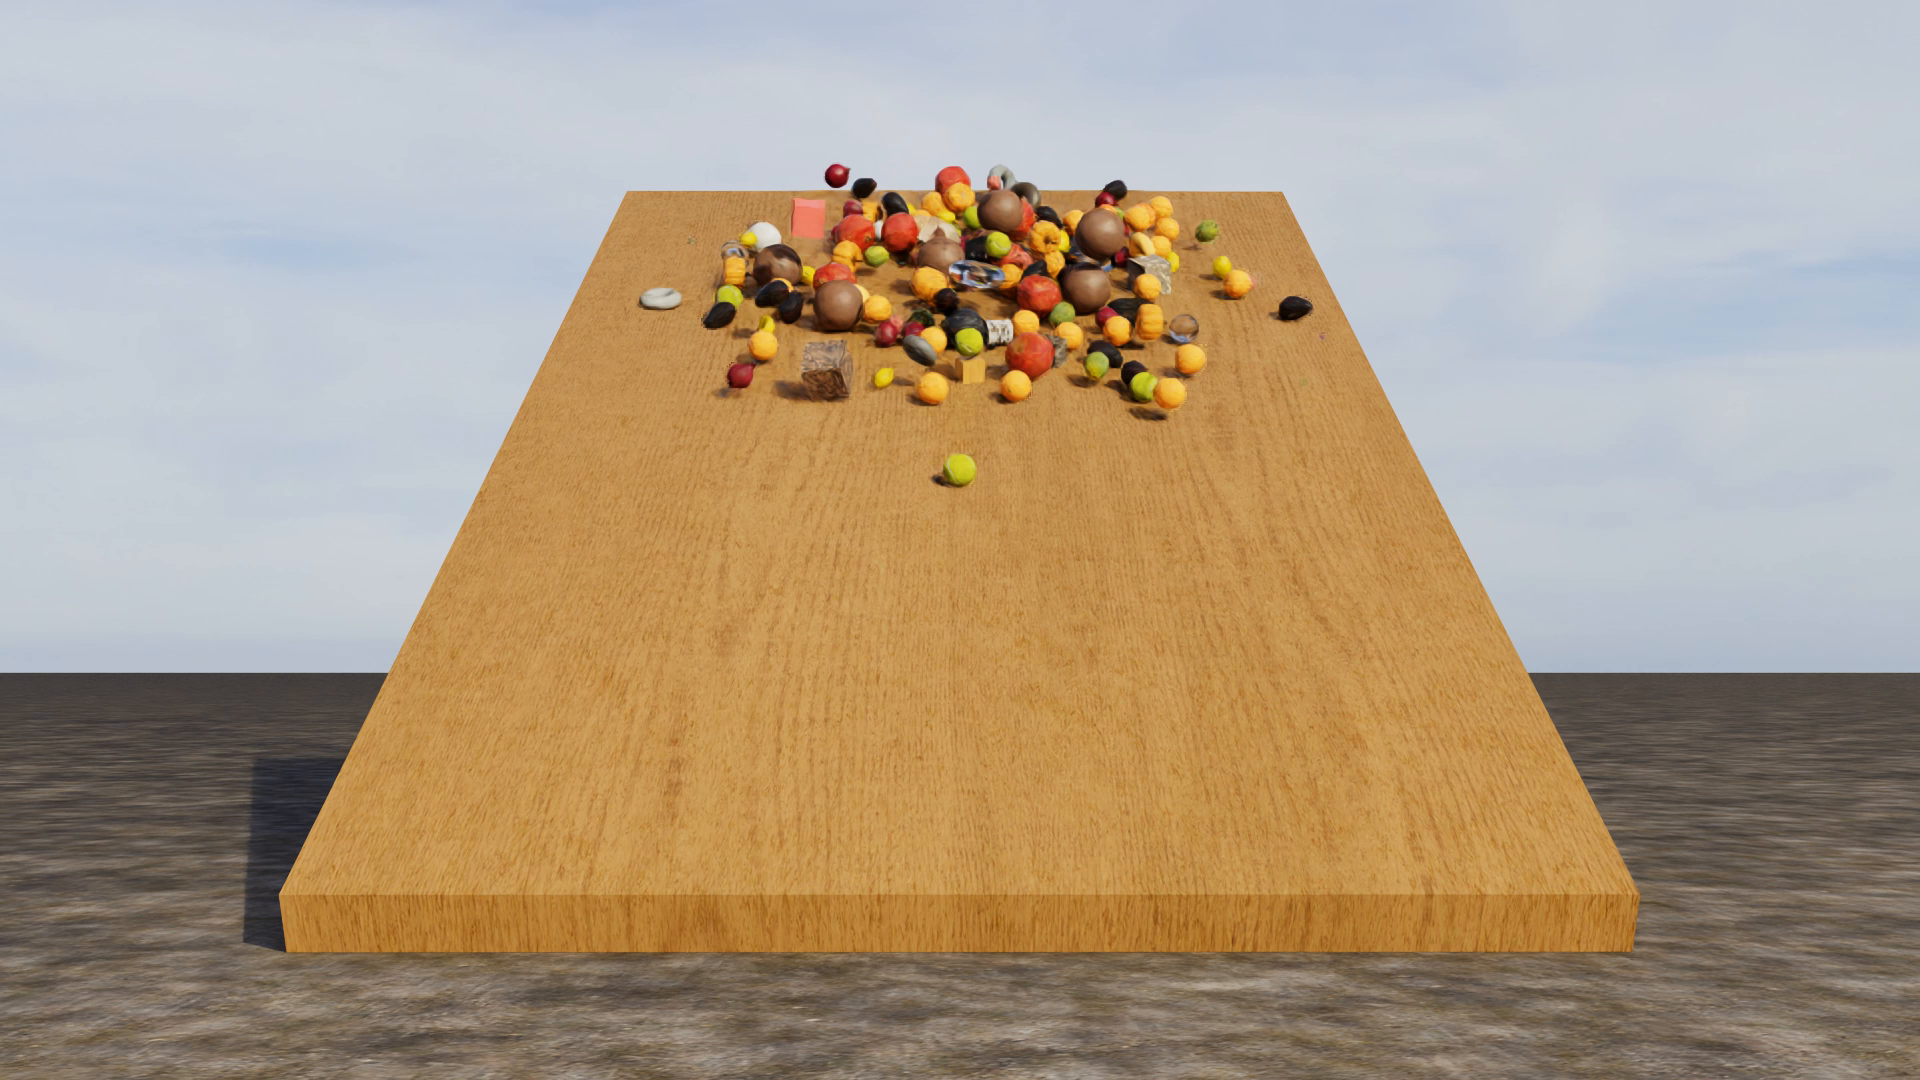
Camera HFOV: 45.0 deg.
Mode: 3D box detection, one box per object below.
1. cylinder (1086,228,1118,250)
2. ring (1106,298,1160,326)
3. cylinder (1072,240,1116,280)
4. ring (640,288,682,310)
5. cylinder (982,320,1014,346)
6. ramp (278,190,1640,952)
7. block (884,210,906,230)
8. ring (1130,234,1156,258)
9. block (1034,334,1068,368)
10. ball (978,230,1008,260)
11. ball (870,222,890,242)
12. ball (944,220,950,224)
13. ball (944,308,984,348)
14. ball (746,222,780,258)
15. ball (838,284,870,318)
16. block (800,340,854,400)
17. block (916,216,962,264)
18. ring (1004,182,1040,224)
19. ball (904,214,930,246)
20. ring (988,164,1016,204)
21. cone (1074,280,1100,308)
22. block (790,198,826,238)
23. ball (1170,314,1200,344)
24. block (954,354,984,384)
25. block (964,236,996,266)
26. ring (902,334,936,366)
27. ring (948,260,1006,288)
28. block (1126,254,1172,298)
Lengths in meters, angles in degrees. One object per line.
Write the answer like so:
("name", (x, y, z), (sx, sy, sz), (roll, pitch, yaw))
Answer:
("cylinder", (0.391, -0.814, 6.355), (0.063, 0.063, 0.063), (-30, -16, 24))
("ring", (0.439, -0.580, 5.895), (0.139, 0.046, 0.139), (1, 24, 0))
("cylinder", (0.357, -0.744, 6.185), (0.088, 0.088, 0.088), (-30, 1, -8))
("ring", (-0.776, -0.623, 6.001), (0.110, 0.037, 0.110), (-2, 25, 1))
("cylinder", (0.093, -0.511, 5.711), (0.062, 0.062, 0.062), (-5, -2, -13))
("ramp", (-0.008, -0.227, 5.259), (2.000, 0.100, 4.000), (0, 23, 0))
("block", (-0.185, -0.920, 6.661), (0.051, 0.051, 0.051), (5, 14, 14))
("ring", (0.493, -0.780, 6.271), (0.035, 0.105, 0.105), (-20, 4, -21))
("block", (0.218, -0.454, 5.585), (0.060, 0.060, 0.060), (13, 26, 27))
("ball", (0.087, -0.811, 6.373), (0.086, 0.086, 0.086), (0, -3, 0))
("ball", (-0.226, -0.872, 6.550), (0.060, 0.060, 0.060), (0, -3, 0))
("ball", (-0.046, -0.884, 6.591), (0.050, 0.050, 0.050), (0, -3, 0))
("ball", (0.011, -0.520, 5.687), (0.099, 0.099, 0.099), (0, -3, 0))
("ball", (-0.544, -0.830, 6.404), (0.098, 0.098, 0.098), (0, -3, 0))
("ball", (-0.270, -0.609, 5.908), (0.086, 0.086, 0.086), (0, -3, 0))
("block", (-0.305, -0.391, 5.335), (0.094, 0.094, 0.094), (-4, -42, 12))
("block", (-0.057, -0.815, 6.286), (0.079, 0.079, 0.079), (28, -15, 22))
("ring", (0.180, -0.977, 6.729), (0.129, 0.129, 0.043), (-3, -10, 40))
("ball", (-0.112, -0.868, 6.495), (0.088, 0.088, 0.088), (0, -3, 0))
("ring", (0.126, -1.065, 6.936), (0.039, 0.118, 0.118), (-6, -6, 39))
("cone", (0.330, -0.627, 6.022), (0.069, 0.069, 0.069), (2, -40, 2))
("block", (-0.392, -0.830, 5.978), (0.080, 0.080, 0.080), (5, 22, -8))
("ball", (0.554, -0.522, 5.728), (0.073, 0.073, 0.073), (0, -3, 0))
("block", (0.022, -0.405, 5.479), (0.053, 0.053, 0.053), (-11, 26, -23))
("block", (0.055, -0.765, 6.176), (0.060, 0.060, 0.060), (-12, -26, 32))
("ring", (-0.094, -0.440, 5.378), (0.091, 0.030, 0.091), (32, -21, 14))
("ring", (0.044, -0.677, 5.896), (0.147, 0.049, 0.147), (9, 16, -3))
("block", (0.499, -0.697, 6.119), (0.084, 0.084, 0.084), (-12, 26, -26))
